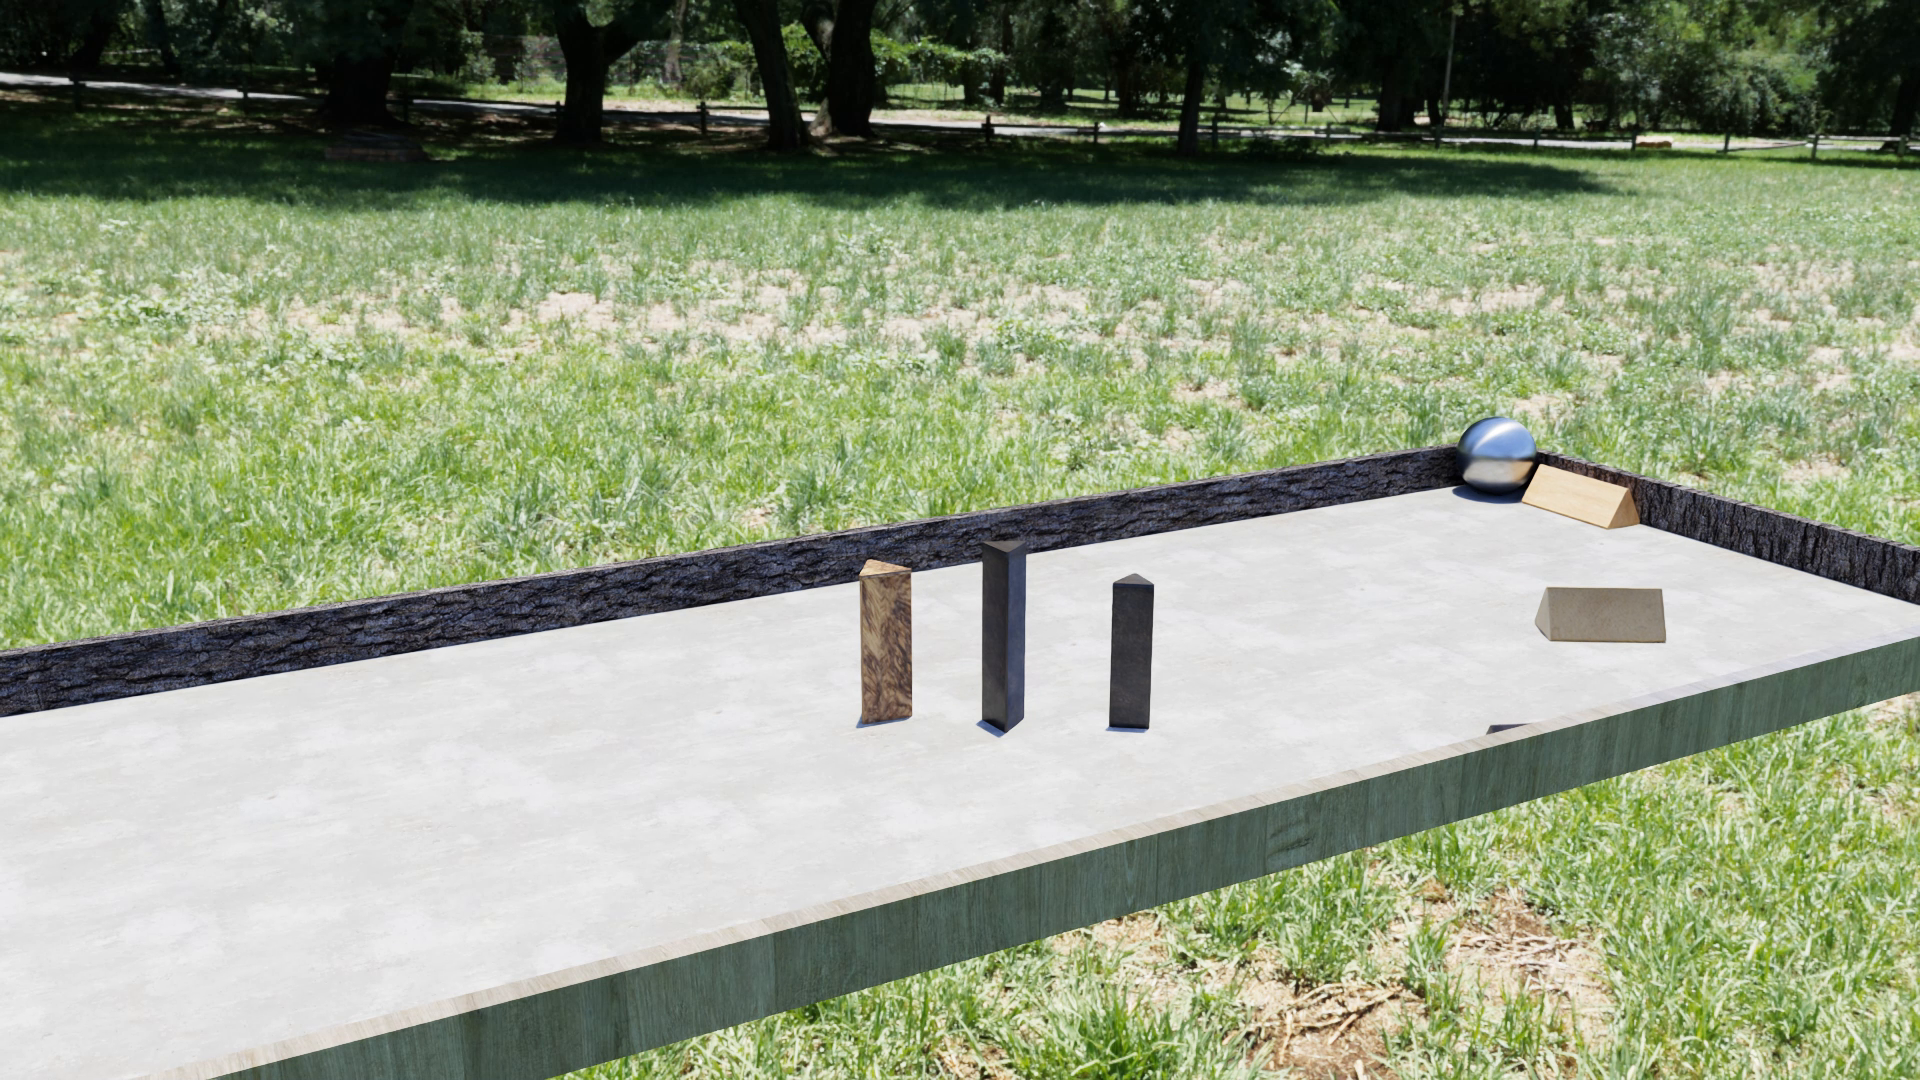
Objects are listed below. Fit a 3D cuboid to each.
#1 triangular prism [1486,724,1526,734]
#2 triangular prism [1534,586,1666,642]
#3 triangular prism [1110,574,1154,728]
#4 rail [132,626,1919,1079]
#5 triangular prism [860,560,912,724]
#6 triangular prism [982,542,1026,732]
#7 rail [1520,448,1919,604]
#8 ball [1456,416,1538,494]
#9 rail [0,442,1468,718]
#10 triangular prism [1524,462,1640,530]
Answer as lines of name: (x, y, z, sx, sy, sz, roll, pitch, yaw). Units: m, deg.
triangular prism: (1.335, 0.444, 3.704, 0.306, 0.075, 0.087, -2, 17, -6)
triangular prism: (1.741, 0.188, 4.474, 0.306, 0.128, 0.148, 1, 16, 3)
triangular prism: (0.401, 0.258, 3.848, 0.094, 0.355, 0.081, 2, 17, 8)
rail: (-2.336, 1.006, 1.665, 12.000, 0.150, 0.050, -9, 18, -27)
triangular prism: (-0.193, 0.236, 3.901, 0.127, 0.367, 0.110, -7, 18, -23)
triangular prism: (0.116, 0.219, 3.832, 0.086, 0.438, 0.100, -11, 19, -32)
rail: (2.466, -0.048, 5.253, 0.050, 0.150, 2.100, -9, 18, -27)
ball: (1.915, -0.302, 5.889, 0.278, 0.278, 0.278, 0, 16, 0)
rail: (-3.305, 0.497, 3.399, 12.000, 0.150, 0.050, -9, 18, -27)
triangular prism: (2.126, -0.156, 5.645, 0.149, 0.129, 0.385, -13, 23, -22)
